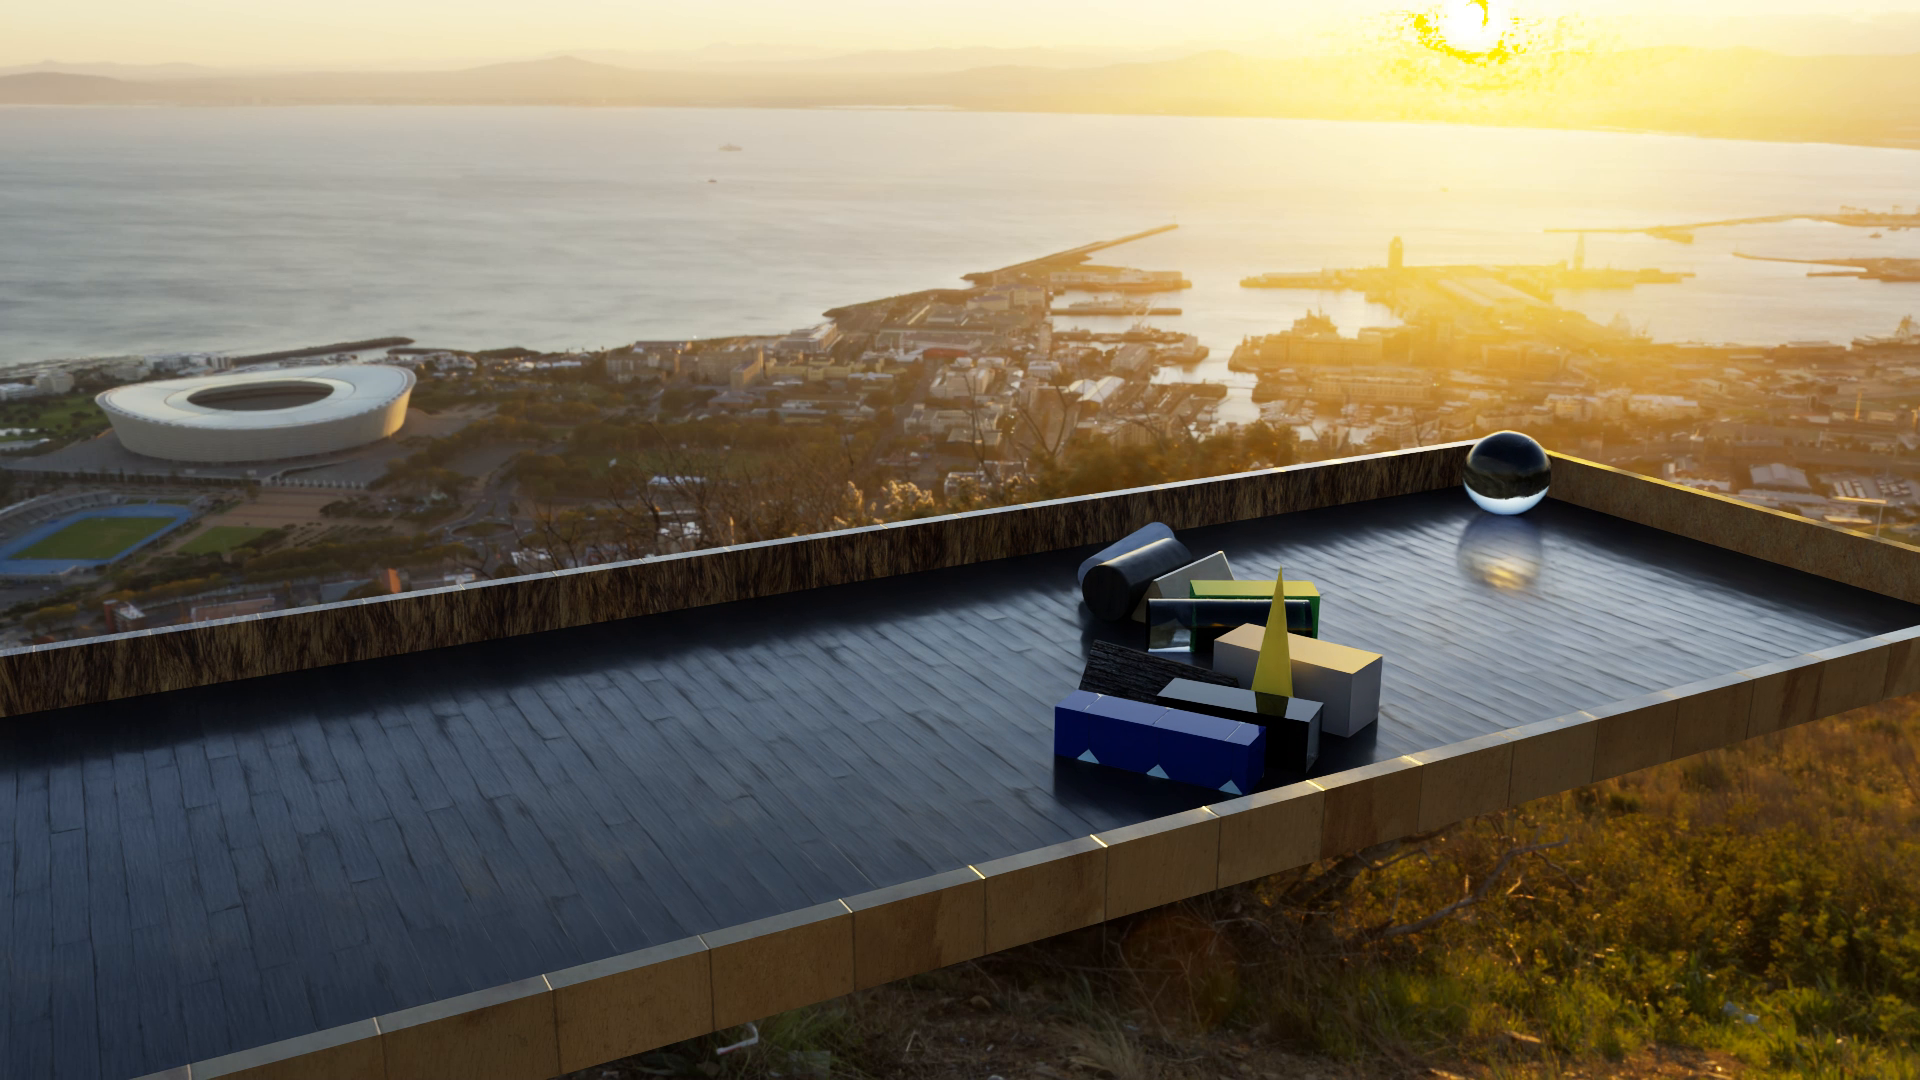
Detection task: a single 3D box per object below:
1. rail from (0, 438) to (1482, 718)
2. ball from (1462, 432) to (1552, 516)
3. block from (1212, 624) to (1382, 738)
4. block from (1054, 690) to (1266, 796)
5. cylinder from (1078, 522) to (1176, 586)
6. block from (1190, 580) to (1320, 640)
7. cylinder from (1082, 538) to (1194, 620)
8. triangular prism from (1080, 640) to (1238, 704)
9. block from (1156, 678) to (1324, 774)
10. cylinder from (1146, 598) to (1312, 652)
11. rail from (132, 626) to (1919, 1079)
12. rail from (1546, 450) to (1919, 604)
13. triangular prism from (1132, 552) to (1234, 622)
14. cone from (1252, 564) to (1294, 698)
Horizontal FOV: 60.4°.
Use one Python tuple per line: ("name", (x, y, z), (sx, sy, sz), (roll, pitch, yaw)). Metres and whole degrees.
("rail", (-3.305, 0.497, 3.399), (12.000, 0.150, 0.050), (-9, 18, -27))
("ball", (1.862, -0.227, 5.616), (0.288, 0.288, 0.288), (0, 16, 0))
("block", (0.803, 0.331, 3.948), (0.362, 0.158, 0.158), (13, 21, 37))
("block", (0.438, 0.443, 3.642), (0.453, 0.116, 0.116), (9, 19, 28))
("cylinder", (0.506, 0.055, 4.959), (0.118, 0.118, 0.442), (9, 19, 29))
("block", (0.795, 0.191, 4.476), (0.331, 0.129, 0.129), (0, 16, 1))
("cylinder", (0.510, 0.110, 4.697), (0.160, 0.160, 0.337), (13, 21, 37))
("triangular prism", (0.488, 0.340, 3.976), (0.400, 0.119, 0.138), (13, 21, 38))
("block", (0.628, 0.416, 3.720), (0.348, 0.123, 0.123), (8, 18, 25))
("cylinder", (0.703, 0.226, 4.336), (0.418, 0.141, 0.141), (0, 16, 1))
("rail", (-2.336, 1.006, 1.665), (12.000, 0.150, 0.050), (-9, 18, -27))
("rail", (2.466, -0.048, 5.253), (0.050, 0.150, 2.100), (-9, 18, -27))
("triangular prism", (0.646, 0.132, 4.670), (0.146, 0.126, 0.356), (13, 21, 37))
("cone", (0.722, 0.247, 3.776), (0.125, 0.411, 0.125), (0, 19, 0))
